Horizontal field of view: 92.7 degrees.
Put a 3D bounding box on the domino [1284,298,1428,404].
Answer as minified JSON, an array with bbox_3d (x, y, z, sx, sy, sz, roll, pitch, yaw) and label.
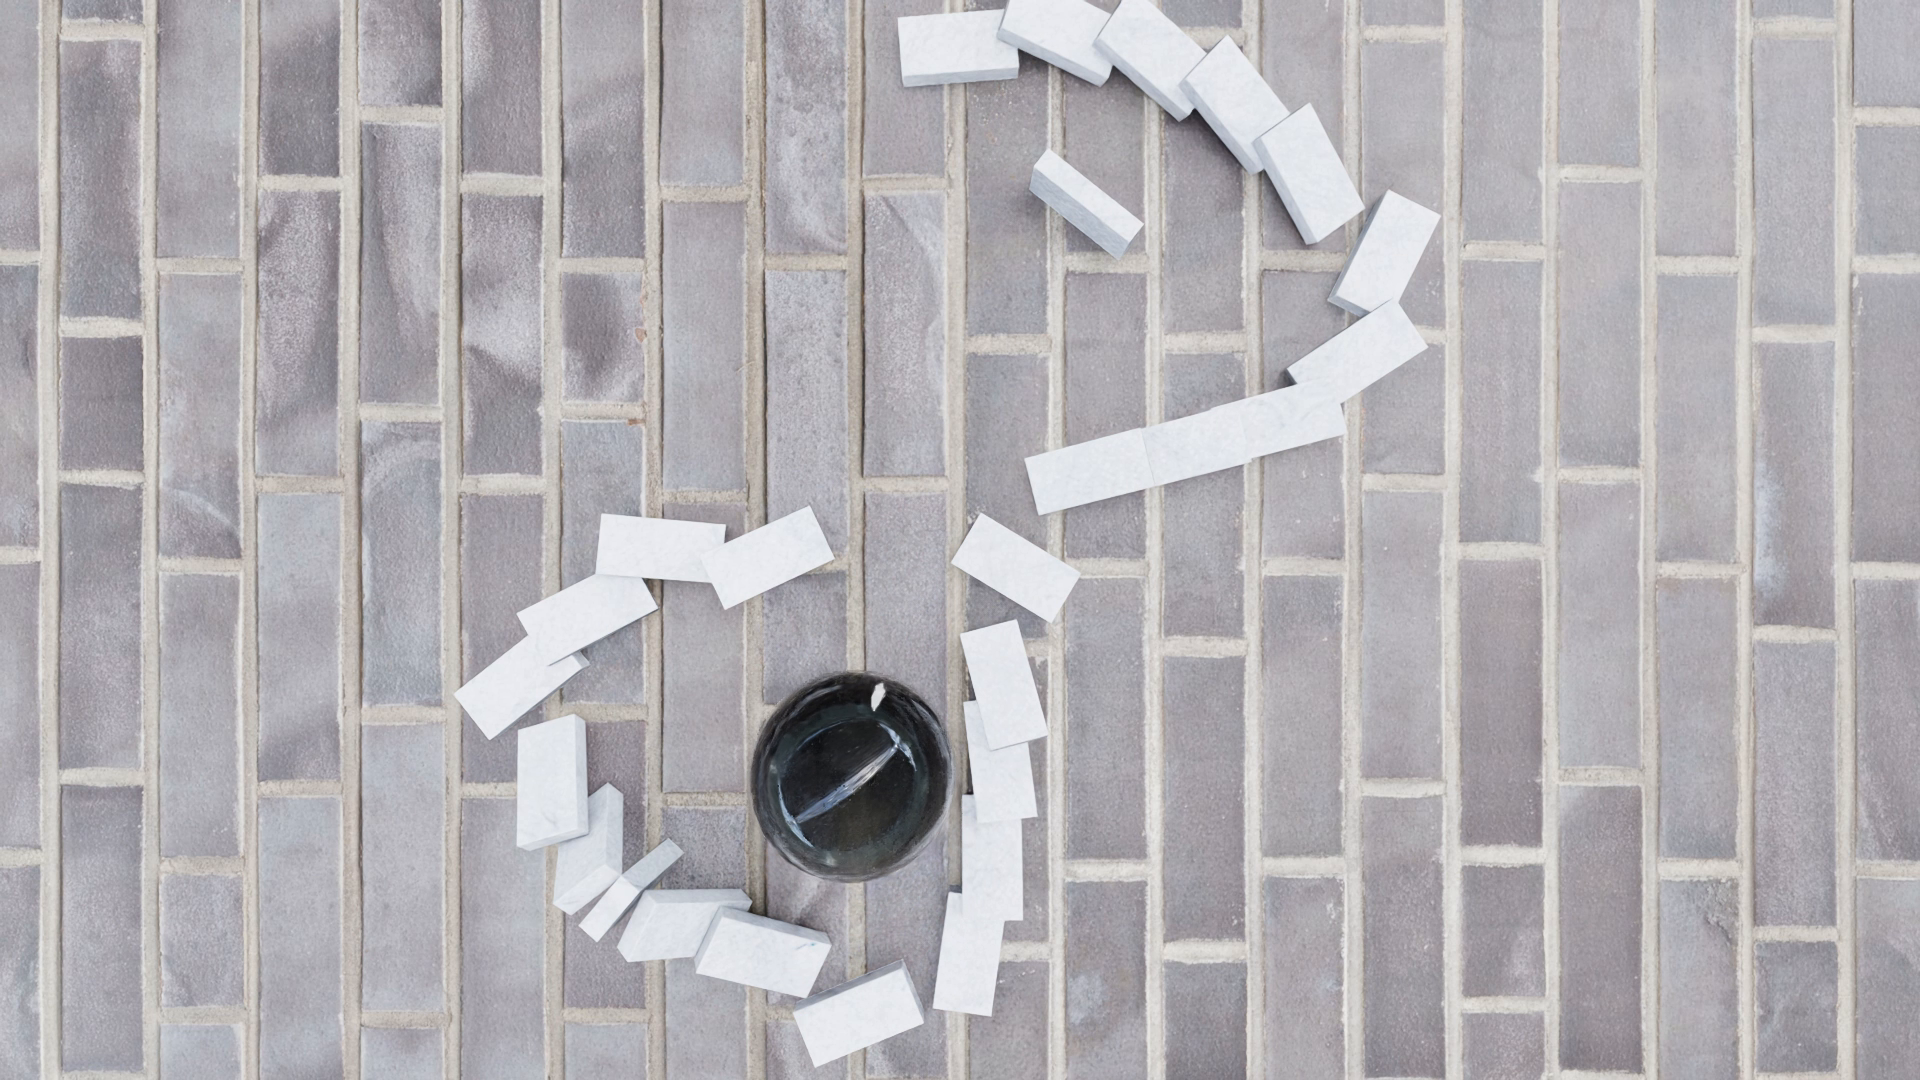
[{"bbox_3d":[0.168,-0.077,0.390,0.050,0.010,0.025,-34,90,13],"label":"domino"}]

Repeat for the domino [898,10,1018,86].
[{"bbox_3d":[-0.001,-0.212,0.395,0.050,0.009,0.025,-4,90,0],"label":"domino"}]

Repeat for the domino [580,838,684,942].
[{"bbox_3d":[-0.133,0.142,0.375,0.009,0.050,0.025,40,90,3],"label":"domino"}]

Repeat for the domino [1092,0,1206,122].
[{"bbox_3d":[0.083,-0.206,0.389,0.050,0.009,0.025,34,90,-14],"label":"domino"}]

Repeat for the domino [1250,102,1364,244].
[{"bbox_3d":[0.148,-0.155,0.389,0.025,0.010,0.050,-36,104,-1],"label":"domino"}]

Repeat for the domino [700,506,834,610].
[{"bbox_3d":[-0.082,0.007,0.389,0.050,0.010,0.025,-25,92,-13],"label":"domino"}]

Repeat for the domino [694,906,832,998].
[{"bbox_3d":[-0.083,0.174,0.386,0.050,0.010,0.025,26,90,-23],"label":"domino"}]

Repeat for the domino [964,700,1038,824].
[{"bbox_3d":[0.017,0.093,0.389,0.025,0.010,0.050,-7,76,0],"label":"domino"}]

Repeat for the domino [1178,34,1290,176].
[{"bbox_3d":[0.119,-0.184,0.389,0.050,0.009,0.025,44,90,-14],"label":"domino"}]

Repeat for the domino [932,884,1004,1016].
[{"bbox_3d":[0.004,0.177,0.395,0.025,0.009,0.050,8,90,0],"label":"domino"}]

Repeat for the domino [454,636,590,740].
[{"bbox_3d":[-0.189,0.060,0.395,0.050,0.009,0.025,-38,90,0],"label":"domino"}]

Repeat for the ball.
[{"bbox_3d":[-0.042,0.092,0.360,0.080,0.080,0.080,0,90,0],"label":"ball"}]

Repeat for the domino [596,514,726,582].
[{"bbox_3d":[-0.126,0.004,0.389,0.050,0.010,0.025,5,85,-13],"label":"domino"}]

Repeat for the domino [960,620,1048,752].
[{"bbox_3d":[0.018,0.061,0.388,0.025,0.010,0.050,-14,73,-2],"label":"domino"}]

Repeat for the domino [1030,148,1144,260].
[{"bbox_3d":[0.053,-0.141,0.388,0.050,0.025,0.010,38,90,0],"label":"domino"}]

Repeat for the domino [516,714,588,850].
[{"bbox_3d":[-0.170,0.101,0.383,0.025,0.010,0.050,-16,59,0],"label":"domino"}]

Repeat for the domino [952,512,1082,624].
[{"bbox_3d":[0.024,0.012,0.395,0.050,0.009,0.025,31,90,0],"label":"domino"}]

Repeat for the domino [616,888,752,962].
[{"bbox_3d":[-0.112,0.158,0.378,0.009,0.050,0.025,26,90,40],"label":"domino"}]

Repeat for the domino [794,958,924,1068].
[{"bbox_3d":[-0.043,0.204,0.395,0.050,0.010,0.025,-22,90,0],"label":"domino"}]

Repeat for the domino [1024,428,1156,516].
[{"bbox_3d":[0.055,-0.029,0.390,0.050,0.009,0.025,-14,90,13],"label":"domino"}]

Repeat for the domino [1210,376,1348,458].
[{"bbox_3d":[0.135,-0.050,0.389,0.050,0.009,0.025,-14,90,14],"label":"domino"}]

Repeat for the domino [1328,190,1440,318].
[{"bbox_3d":[0.183,-0.121,0.395,0.025,0.010,0.050,26,90,0],"label":"domino"}]

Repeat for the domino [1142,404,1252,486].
[{"bbox_3d":[0.095,-0.039,0.390,0.050,0.009,0.025,-14,90,13],"label":"domino"}]

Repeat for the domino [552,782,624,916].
[{"bbox_3d":[-0.152,0.125,0.376,0.025,0.050,0.009,-37,120,0],"label":"domino"}]

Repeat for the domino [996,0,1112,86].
[{"bbox_3d":[0.043,-0.217,0.389,0.050,0.010,0.025,18,90,-14],"label":"domino"}]

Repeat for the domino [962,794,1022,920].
[{"bbox_3d":[0.013,0.134,0.390,0.025,0.010,0.050,0,77,0],"label":"domino"}]

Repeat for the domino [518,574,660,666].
[{"bbox_3d":[-0.157,0.030,0.390,0.050,0.010,0.025,-29,90,-13],"label":"domino"}]
